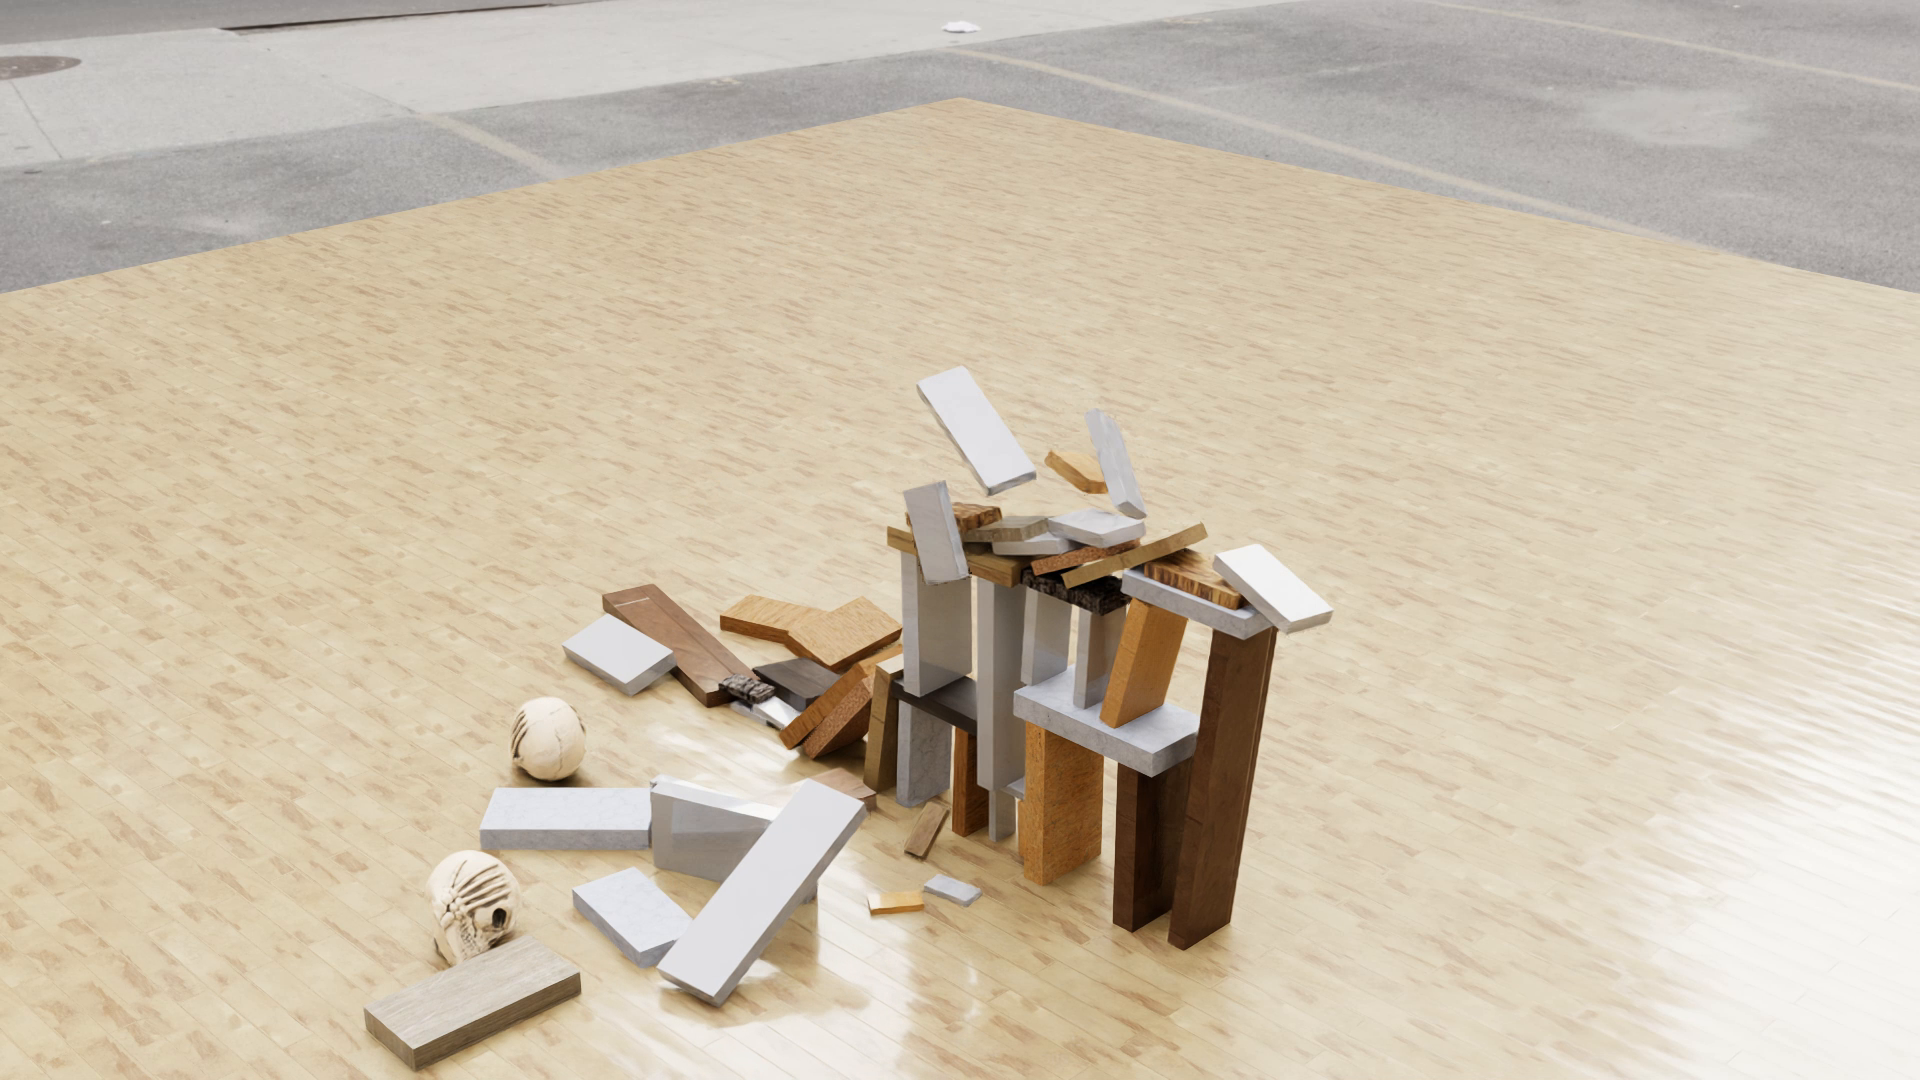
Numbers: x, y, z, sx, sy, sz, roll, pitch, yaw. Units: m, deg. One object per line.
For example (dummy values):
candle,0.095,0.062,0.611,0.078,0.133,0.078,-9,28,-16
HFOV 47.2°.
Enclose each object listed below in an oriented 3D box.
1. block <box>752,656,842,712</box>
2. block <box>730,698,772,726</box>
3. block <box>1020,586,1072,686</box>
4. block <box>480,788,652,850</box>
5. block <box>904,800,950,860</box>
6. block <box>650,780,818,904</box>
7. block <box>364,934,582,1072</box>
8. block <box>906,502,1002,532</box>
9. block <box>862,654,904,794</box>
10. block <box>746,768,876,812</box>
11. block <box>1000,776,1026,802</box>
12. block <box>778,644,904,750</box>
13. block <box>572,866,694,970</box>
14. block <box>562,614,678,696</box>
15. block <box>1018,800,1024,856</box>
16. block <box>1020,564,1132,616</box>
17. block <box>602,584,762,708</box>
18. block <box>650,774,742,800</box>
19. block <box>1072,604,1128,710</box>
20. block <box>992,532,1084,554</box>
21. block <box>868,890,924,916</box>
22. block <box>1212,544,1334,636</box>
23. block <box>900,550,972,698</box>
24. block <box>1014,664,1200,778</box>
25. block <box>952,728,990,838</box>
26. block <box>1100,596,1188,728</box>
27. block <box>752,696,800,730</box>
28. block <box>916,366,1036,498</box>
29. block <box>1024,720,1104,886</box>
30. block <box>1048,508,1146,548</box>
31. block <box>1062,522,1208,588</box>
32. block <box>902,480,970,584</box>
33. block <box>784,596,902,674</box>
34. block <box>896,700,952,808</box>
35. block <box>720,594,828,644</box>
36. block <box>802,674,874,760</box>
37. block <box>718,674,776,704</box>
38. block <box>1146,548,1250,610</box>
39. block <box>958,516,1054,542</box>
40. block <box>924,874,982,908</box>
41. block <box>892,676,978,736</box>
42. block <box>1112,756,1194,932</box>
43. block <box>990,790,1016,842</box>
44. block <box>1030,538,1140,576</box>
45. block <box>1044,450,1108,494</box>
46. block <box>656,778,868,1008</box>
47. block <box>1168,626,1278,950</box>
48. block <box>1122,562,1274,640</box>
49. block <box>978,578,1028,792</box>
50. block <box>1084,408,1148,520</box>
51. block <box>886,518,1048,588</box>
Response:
block,-0.344,0.324,4.896,0.134,0.038,0.267,-10,17,-29
block,-0.444,0.376,4.854,0.119,0.017,0.059,21,31,40
block,0.164,0.166,4.119,0.100,0.200,0.028,-21,35,-41
block,-0.776,0.556,4.391,0.330,0.047,0.165,0,23,0
block,-0.065,0.568,4.311,0.050,0.105,0.014,20,-14,36
block,-0.432,0.576,4.192,0.334,0.165,0.047,10,24,22
block,-0.843,0.799,3.818,0.330,0.047,0.165,-20,30,-39
block,-0.013,-0.046,4.182,0.090,0.025,0.180,-18,16,-37
block,-0.117,0.366,4.513,0.149,0.298,0.042,-21,40,-40
block,-0.317,0.539,4.441,0.267,0.038,0.134,-16,28,-33
block,0.116,0.479,4.303,0.060,0.017,0.120,-21,31,-40
block,-0.244,0.333,4.640,0.149,0.298,0.042,-21,72,-52
block,-0.597,0.697,4.070,0.132,0.037,0.264,-16,28,-33
block,-0.782,0.262,5.046,0.135,0.038,0.271,-35,38,-28
block,0.140,0.554,4.301,0.060,0.120,0.017,-21,29,-41
block,0.218,0.081,4.026,0.200,0.028,0.100,21,31,40
block,-0.658,0.240,5.145,0.135,0.038,0.611,-13,26,-28
block,-0.486,0.554,4.287,0.264,0.132,0.037,14,26,29
block,0.257,0.203,4.033,0.100,0.200,0.028,-21,34,-41
block,0.153,0.002,4.053,0.092,0.026,0.184,-20,12,-37
block,-0.121,0.682,4.135,0.100,0.014,0.050,-4,23,-9
block,0.525,0.081,3.696,0.099,0.028,0.198,-13,42,-34
block,-0.045,0.142,4.328,0.043,0.304,0.152,19,29,40
block,0.280,0.329,4.056,0.170,0.048,0.339,-21,31,-41
block,0.041,0.459,4.368,0.034,0.241,0.121,23,32,38
block,0.337,0.201,3.946,0.136,0.272,0.039,-21,46,-41
block,-0.392,0.380,4.802,0.059,0.017,0.119,-20,35,-39
block,0.028,-0.203,4.067,0.099,0.028,0.288,-21,55,-18
block,0.200,0.476,4.205,0.048,0.339,0.170,21,31,41
block,0.245,-0.023,3.948,0.092,0.026,0.184,-16,16,-25
block,0.308,0.029,3.900,0.099,0.028,0.280,-21,0,-40
block,-0.044,-0.013,4.055,0.090,0.180,0.025,-12,3,45
block,-0.270,0.224,5.128,0.134,0.038,0.267,36,38,23
block,-0.071,0.416,4.470,0.121,0.241,0.034,-21,34,-41
block,-0.422,0.197,5.247,0.271,0.038,0.135,11,26,25
block,-0.204,0.355,4.603,0.149,0.298,0.042,-21,72,-40
block,-0.471,0.329,4.867,0.119,0.017,0.059,17,28,34
block,0.426,0.065,3.783,0.099,0.028,0.198,-21,31,-40
block,0.085,-0.020,4.110,0.090,0.025,0.180,-21,13,-40
block,-0.014,0.665,4.175,0.100,0.014,0.050,15,27,32
block,-0.009,0.313,4.357,0.121,0.034,0.241,-21,31,-40
block,0.360,0.538,4.058,0.048,0.339,0.170,21,31,41
block,0.084,0.532,4.352,0.017,0.120,0.060,20,30,40
block,0.227,0.024,3.984,0.092,0.026,0.192,-21,4,-42
block,0.240,-0.129,4.243,0.099,0.028,0.198,39,14,19
block,-0.352,0.631,3.973,0.132,0.037,0.462,20,54,29
block,0.466,0.430,3.904,0.136,0.659,0.039,-21,37,-41
block,0.427,0.093,3.803,0.136,0.039,0.272,-21,31,-41
block,0.102,0.258,4.235,0.152,0.443,0.043,-21,31,-40
block,0.286,-0.138,4.033,0.028,0.198,0.099,-25,-26,19
block,0.025,0.007,4.201,0.304,0.043,0.152,18,29,35
